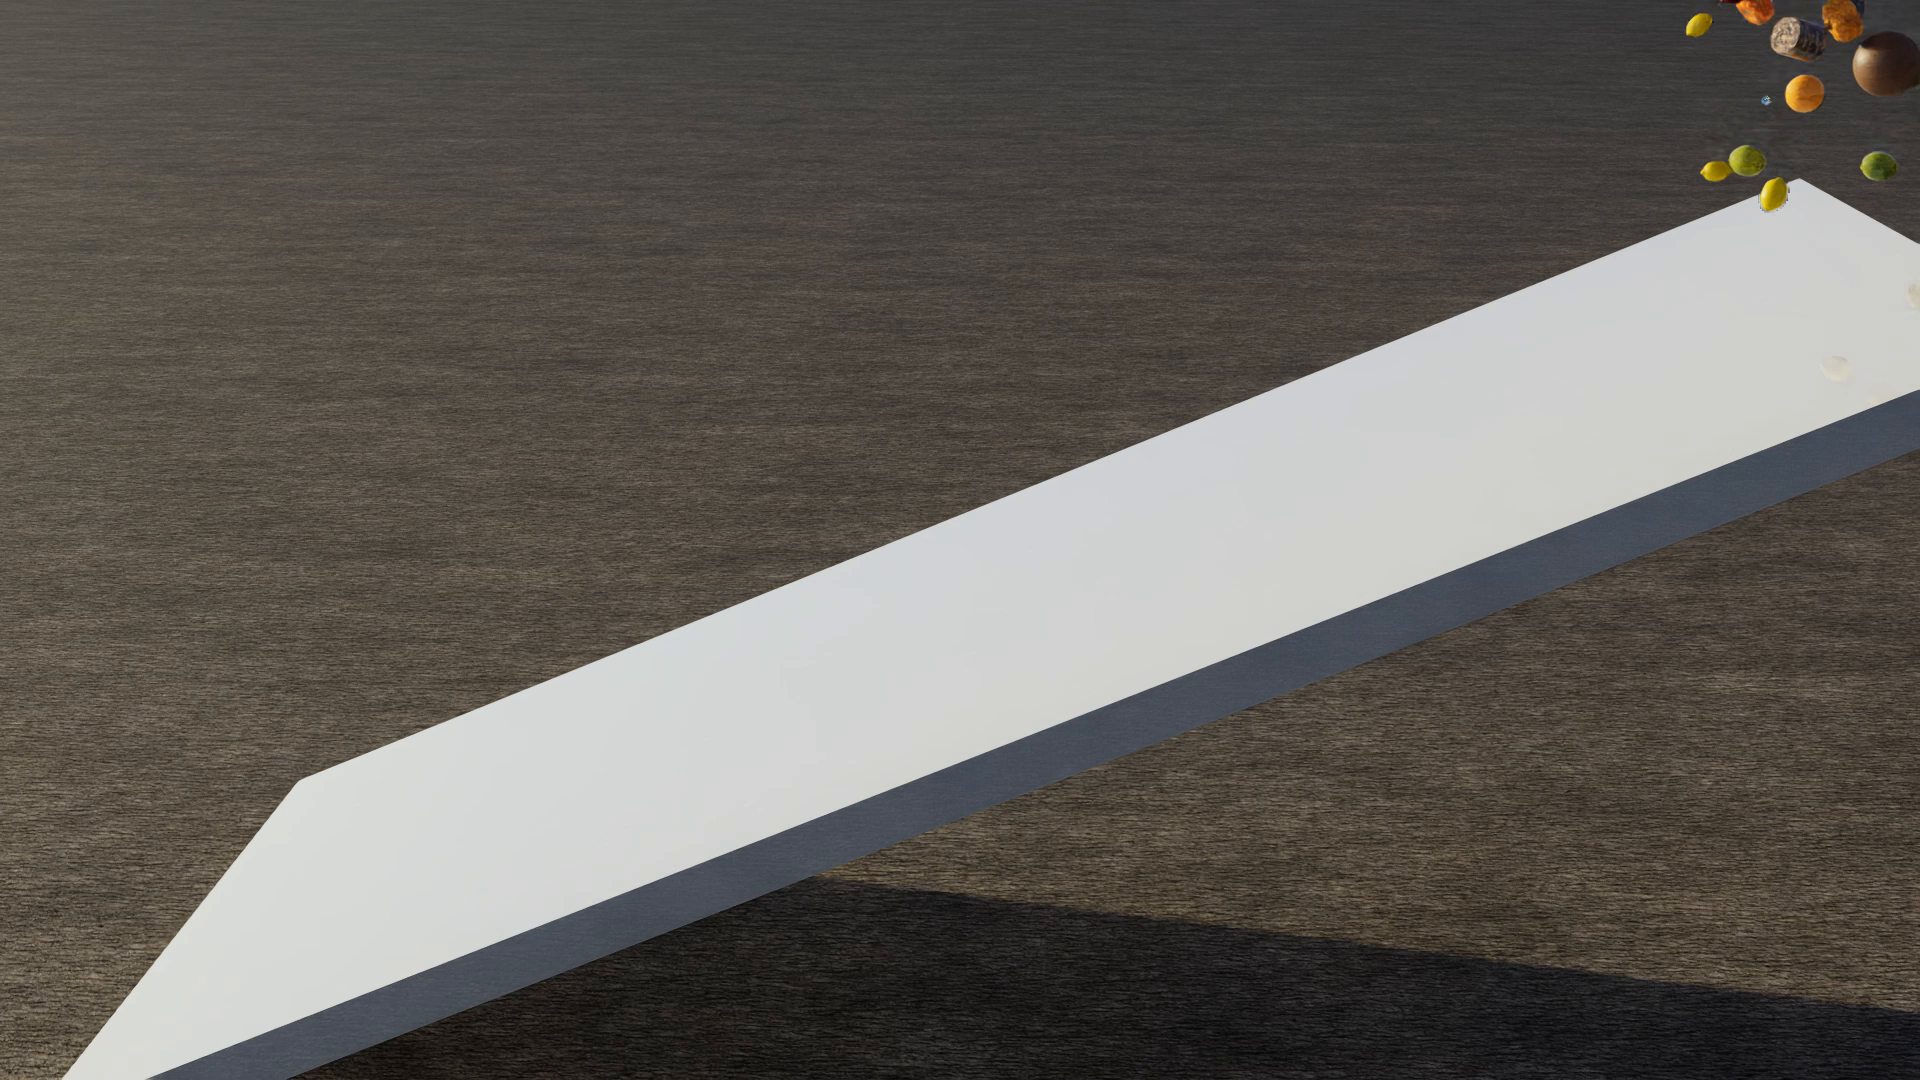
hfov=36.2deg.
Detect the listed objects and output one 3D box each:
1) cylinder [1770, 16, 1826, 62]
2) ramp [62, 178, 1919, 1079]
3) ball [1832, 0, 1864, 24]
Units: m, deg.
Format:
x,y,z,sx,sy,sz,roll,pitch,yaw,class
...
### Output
x,y,z,sx,sy,sz,roll,pitch,yaw,class
1.600,-0.955,5.611,0.073,0.073,0.073,8,9,-31,cylinder
0.128,0.172,6.287,4.000,0.100,2.000,-22,12,8,ramp
1.807,-1.080,5.980,0.063,0.063,0.063,0,14,0,ball
